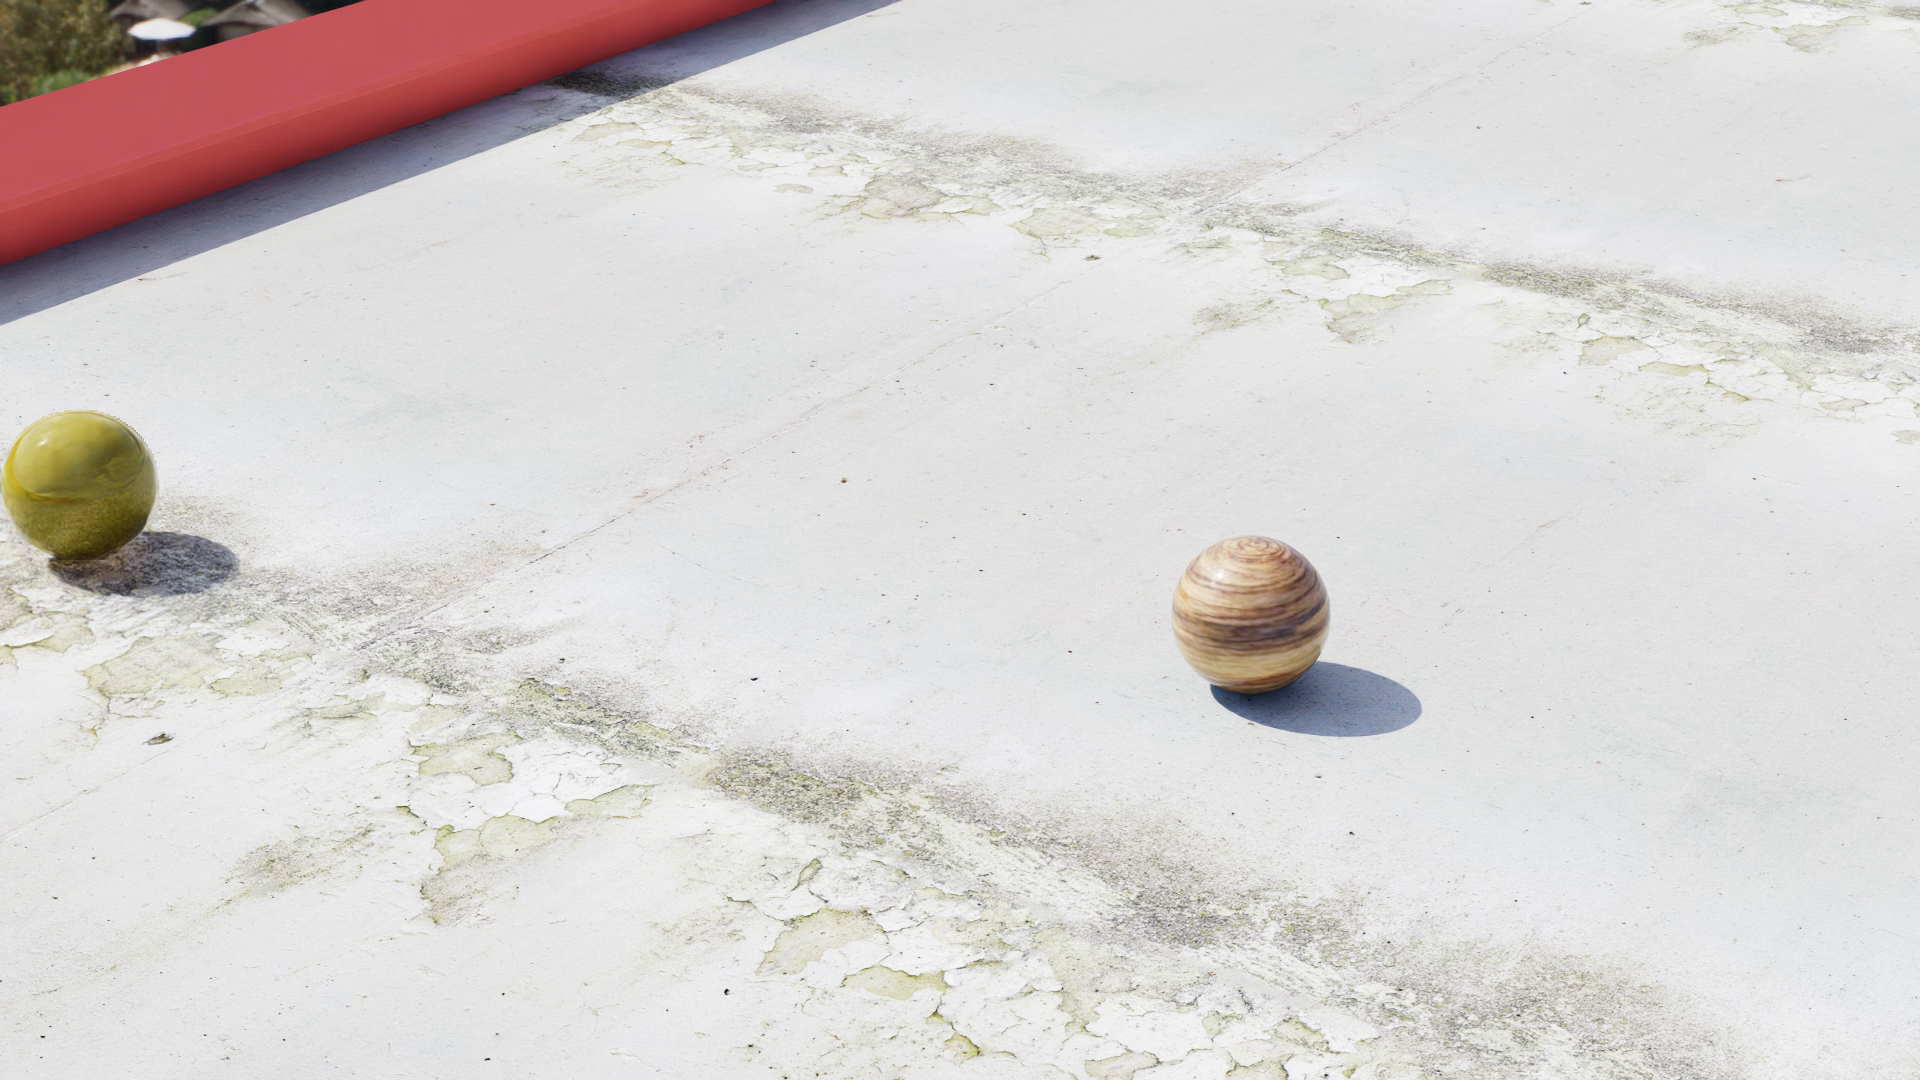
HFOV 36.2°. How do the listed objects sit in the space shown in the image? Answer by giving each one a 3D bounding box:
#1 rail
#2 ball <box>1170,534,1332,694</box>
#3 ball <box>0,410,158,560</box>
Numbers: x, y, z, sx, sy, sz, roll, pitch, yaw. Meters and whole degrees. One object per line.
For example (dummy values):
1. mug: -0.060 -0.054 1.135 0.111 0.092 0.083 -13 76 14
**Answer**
1. rail: -0.294 -0.568 2.998 0.045 0.127 3.634 16 29 31
2. ball: 0.170 0.044 1.719 0.093 0.093 0.093 0 25 0
3. ball: -0.564 -0.035 1.885 0.096 0.096 0.096 0 25 0
